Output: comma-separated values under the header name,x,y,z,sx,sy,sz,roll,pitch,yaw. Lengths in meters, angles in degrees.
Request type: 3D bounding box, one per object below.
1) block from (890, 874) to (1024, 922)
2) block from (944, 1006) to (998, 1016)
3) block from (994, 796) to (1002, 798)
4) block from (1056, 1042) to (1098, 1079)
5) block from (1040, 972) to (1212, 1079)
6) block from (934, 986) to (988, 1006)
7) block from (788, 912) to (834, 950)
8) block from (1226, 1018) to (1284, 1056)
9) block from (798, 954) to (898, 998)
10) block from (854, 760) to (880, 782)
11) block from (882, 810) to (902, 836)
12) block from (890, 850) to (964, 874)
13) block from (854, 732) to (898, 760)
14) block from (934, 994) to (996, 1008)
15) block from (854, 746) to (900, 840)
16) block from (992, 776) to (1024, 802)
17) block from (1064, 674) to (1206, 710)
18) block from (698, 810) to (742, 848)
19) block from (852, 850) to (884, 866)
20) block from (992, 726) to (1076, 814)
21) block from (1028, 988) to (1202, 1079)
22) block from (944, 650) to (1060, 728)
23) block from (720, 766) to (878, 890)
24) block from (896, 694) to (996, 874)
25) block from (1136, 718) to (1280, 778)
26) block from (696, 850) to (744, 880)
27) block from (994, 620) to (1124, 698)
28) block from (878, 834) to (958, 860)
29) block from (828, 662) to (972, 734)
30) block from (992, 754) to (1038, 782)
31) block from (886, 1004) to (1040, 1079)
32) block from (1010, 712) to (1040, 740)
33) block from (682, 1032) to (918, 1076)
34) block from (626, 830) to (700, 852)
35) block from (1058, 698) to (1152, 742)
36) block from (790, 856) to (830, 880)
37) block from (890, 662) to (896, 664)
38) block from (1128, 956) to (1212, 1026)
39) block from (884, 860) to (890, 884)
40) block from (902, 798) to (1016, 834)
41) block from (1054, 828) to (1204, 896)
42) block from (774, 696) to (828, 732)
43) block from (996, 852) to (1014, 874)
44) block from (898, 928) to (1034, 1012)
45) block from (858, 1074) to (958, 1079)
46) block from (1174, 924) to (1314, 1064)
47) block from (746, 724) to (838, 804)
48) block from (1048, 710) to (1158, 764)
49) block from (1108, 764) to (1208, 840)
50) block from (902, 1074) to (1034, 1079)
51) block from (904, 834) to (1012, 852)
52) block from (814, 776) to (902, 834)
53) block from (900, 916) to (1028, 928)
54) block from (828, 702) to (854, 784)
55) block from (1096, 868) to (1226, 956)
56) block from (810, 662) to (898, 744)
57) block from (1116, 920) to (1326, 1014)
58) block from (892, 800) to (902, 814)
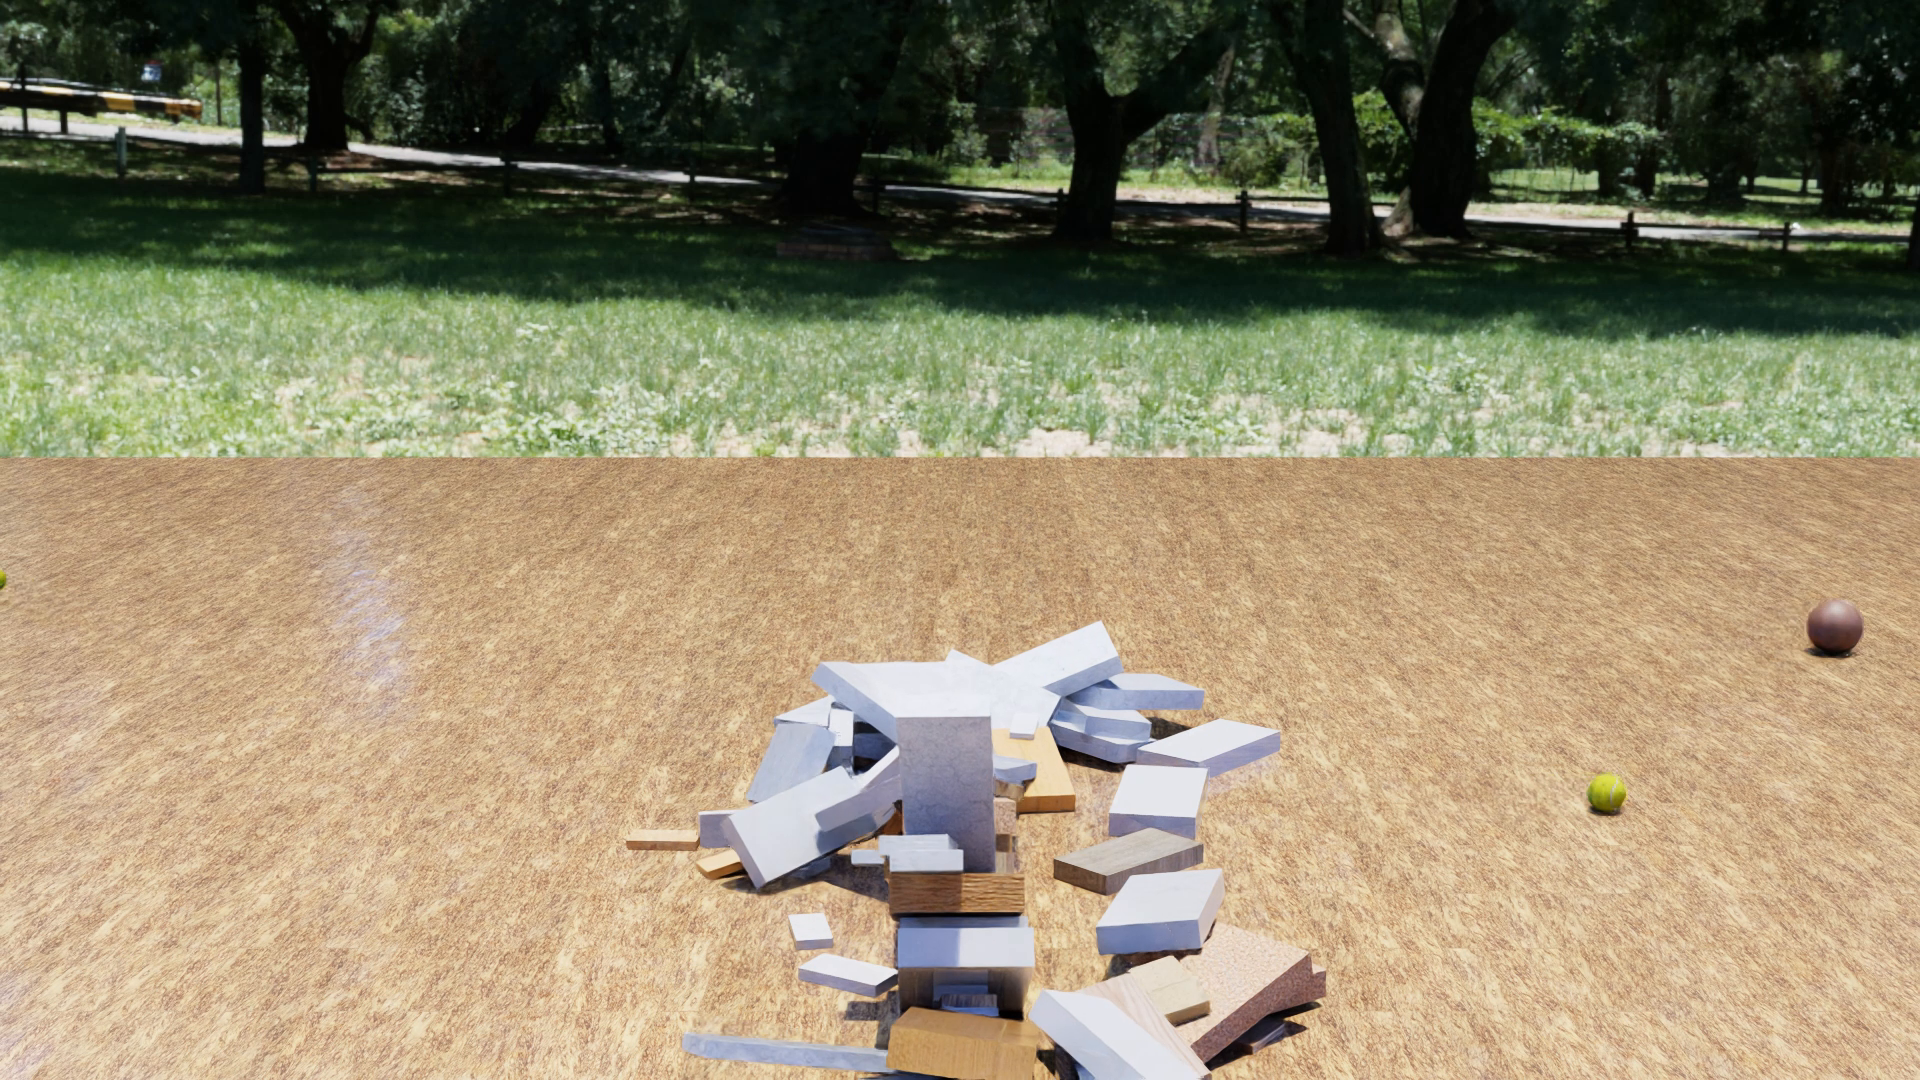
name,x,y,z,sx,sy,sz,roll,pitch,yaw
block,-0.007,0.499,3.058,0.178,0.050,0.355,0,-12,-1
block,0.006,0.651,2.959,0.073,0.021,0.146,2,-21,-6
block,0.038,0.452,3.834,0.094,0.027,0.187,16,-6,1
block,0.156,0.698,2.705,0.040,0.140,0.279,-1,11,-5
block,0.216,0.678,2.922,0.140,0.040,0.279,-16,21,-13
block,0.000,0.639,3.043,0.073,0.021,0.146,0,-21,-1
block,-0.236,0.618,3.473,0.058,0.016,0.115,-2,11,-11
block,0.411,0.693,3.077,0.048,0.014,0.095,7,13,34
block,-0.166,0.651,3.288,0.139,0.020,0.069,6,12,30
block,-0.154,0.450,4.192,0.094,0.027,0.187,-23,4,-1
block,-0.070,0.455,3.989,0.027,0.094,0.188,36,40,5
block,-0.044,0.431,2.916,0.094,0.027,0.187,0,-12,-1
block,-0.097,0.385,4.452,0.140,0.040,0.280,6,15,31
block,0.005,0.640,2.988,0.073,0.021,0.146,2,-21,-6
block,-0.097,0.423,4.061,0.027,0.094,0.346,2,25,34
block,0.062,0.432,3.867,0.094,0.027,0.188,16,-4,2
block,0.356,0.318,4.622,0.298,0.042,0.149,4,9,-40
block,-0.401,0.513,3.914,0.124,0.062,0.018,-2,11,-10
block,-0.083,0.455,3.150,0.139,0.020,0.069,-1,-12,2
block,0.135,0.441,4.235,0.123,0.035,0.293,-1,21,-8
block,0.275,0.677,2.579,0.453,0.040,0.139,35,9,40
block,0.066,0.326,4.449,0.247,0.123,0.035,23,-25,14
block,-0.272,0.489,3.758,0.254,0.127,0.036,-21,-16,-40
block,-0.015,0.395,3.147,0.127,0.514,0.036,-1,48,2
block,0.505,0.424,4.447,0.149,0.042,0.298,9,14,39
block,-0.389,0.551,3.778,0.115,0.016,0.058,-16,16,-23
block,0.179,0.276,4.550,0.298,0.042,0.149,-23,29,0
block,-0.056,0.425,3.023,0.094,0.027,0.187,-1,-12,3
block,-0.118,0.315,4.404,0.286,0.041,0.143,-1,49,2
block,0.064,0.424,4.080,0.104,0.030,0.209,9,1,18
block,0.010,0.622,2.712,0.170,0.048,0.340,8,-7,4
block,0.128,0.369,4.357,0.048,0.014,0.095,4,21,7
block,-0.136,0.637,2.702,0.412,0.022,0.076,12,-10,-27
block,-0.526,0.535,3.918,0.124,0.018,0.062,1,11,3
block,0.289,0.358,4.535,0.136,0.039,0.273,8,7,-13
block,-0.290,0.553,3.795,0.124,0.018,0.062,9,22,40
block,-0.164,0.313,4.617,0.143,0.041,0.286,-5,10,-3
block,0.290,0.625,3.050,0.069,0.020,0.139,-16,19,-11
block,-0.056,0.470,3.107,0.094,0.027,0.187,-1,-12,1
block,-0.006,0.444,3.551,0.174,0.049,0.348,0,-6,-2
block,0.291,0.551,3.781,0.247,0.035,0.123,-10,14,-42
block,-0.260,0.367,4.565,0.131,0.037,0.262,6,11,28
block,-0.005,0.533,3.491,0.174,0.049,0.348,0,-12,0
block,0.005,0.593,3.023,0.178,0.050,0.355,0,-21,-1
block,-0.016,0.701,2.537,0.170,0.048,0.340,-1,7,-8
block,0.341,0.644,3.066,0.297,0.042,0.149,-27,25,-37
block,-0.308,0.414,3.990,0.044,0.156,0.311,26,-11,-13
block,0.252,0.397,4.487,0.273,0.039,0.136,14,8,39
block,0.373,0.487,4.101,0.156,0.044,0.311,2,11,10
block,0.012,0.730,2.694,0.170,0.048,0.580,0,7,-1
block,-0.003,0.509,3.709,0.174,0.049,0.348,0,-6,0
block,-0.117,0.422,3.695,0.254,0.036,0.127,-28,-6,41
block,0.003,0.582,3.215,0.178,0.050,0.355,0,-12,-1
block,-0.223,0.421,4.153,0.044,0.156,0.312,0,11,-2
block,0.310,0.562,3.342,0.149,0.042,0.385,-6,1,12
block,-0.144,0.334,4.273,0.286,0.041,0.143,35,9,17
block,0.385,0.628,3.269,0.148,0.042,0.297,-7,13,-35
block,-0.037,0.421,3.813,0.094,0.027,0.188,-35,1,-33
